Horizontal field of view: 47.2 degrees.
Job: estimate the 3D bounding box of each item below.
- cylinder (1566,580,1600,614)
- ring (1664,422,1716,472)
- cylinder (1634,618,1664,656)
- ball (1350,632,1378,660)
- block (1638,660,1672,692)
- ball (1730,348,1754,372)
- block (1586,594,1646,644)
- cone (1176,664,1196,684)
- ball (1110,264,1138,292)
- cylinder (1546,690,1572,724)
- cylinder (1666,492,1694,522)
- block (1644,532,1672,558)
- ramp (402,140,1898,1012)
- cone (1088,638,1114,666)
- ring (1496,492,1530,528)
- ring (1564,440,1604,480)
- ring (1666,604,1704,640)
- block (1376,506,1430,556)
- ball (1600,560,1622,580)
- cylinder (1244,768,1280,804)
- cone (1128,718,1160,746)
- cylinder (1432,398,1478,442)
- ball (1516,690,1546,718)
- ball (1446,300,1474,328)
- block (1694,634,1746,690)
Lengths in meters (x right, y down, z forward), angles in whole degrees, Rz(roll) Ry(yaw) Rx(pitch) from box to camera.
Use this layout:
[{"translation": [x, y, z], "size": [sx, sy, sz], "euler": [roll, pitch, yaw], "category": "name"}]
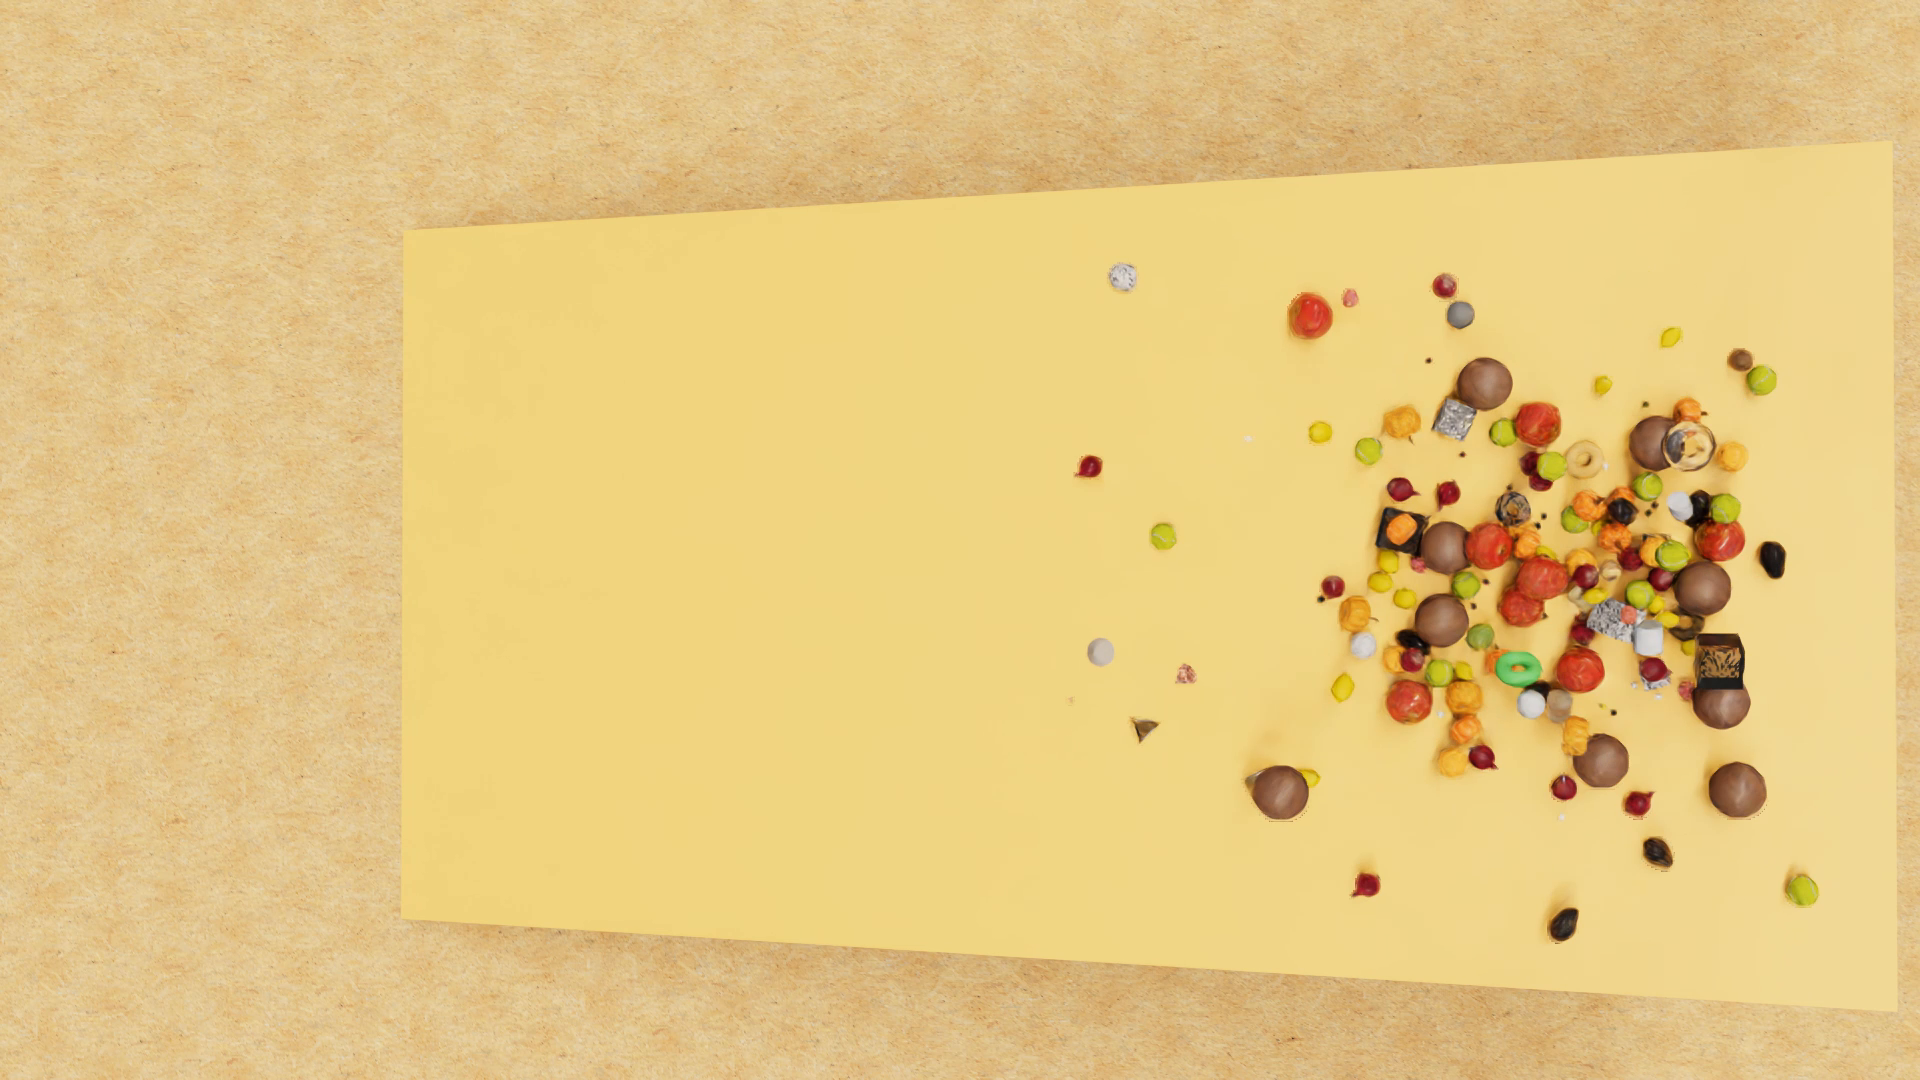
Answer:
[{"translation": [1.489, 0.134, 5.250], "size": [0.060, 0.060, 0.060], "euler": [41, 89, 14], "category": "cylinder"}, {"translation": [1.683, -0.216, 5.073], "size": [0.119, 0.040, 0.119], "euler": [1, 102, 6], "category": "ring"}, {"translation": [1.614, 0.227, 5.153], "size": [0.066, 0.066, 0.066], "euler": [-5, 109, 0], "category": "cylinder"}, {"translation": [0.992, 0.259, 5.402], "size": [0.068, 0.068, 0.068], "euler": [0, 89, 0], "category": "ball"}, {"translation": [1.641, 0.322, 5.194], "size": [0.055, 0.055, 0.055], "euler": [-21, 82, 24], "category": "block"}, {"translation": [1.827, -0.420, 5.141], "size": [0.055, 0.055, 0.055], "euler": [0, 89, 0], "category": "ball"}, {"translation": [1.551, 0.188, 5.198], "size": [0.083, 0.083, 0.083], "euler": [17, 98, -27], "category": "block"}, {"translation": [0.564, 0.353, 5.597], "size": [0.054, 0.054, 0.054], "euler": [47, 131, 1], "category": "cone"}, {"translation": [0.419, -0.673, 5.637], "size": [0.072, 0.072, 0.072], "euler": [0, 89, 0], "category": "ball"}, {"translation": [1.431, 0.397, 5.250], "size": [0.060, 0.060, 0.060], "euler": [-7, 52, 9], "category": "cylinder"}, {"translation": [1.649, -0.077, 5.033], "size": [0.050, 0.050, 0.050], "euler": [-15, 55, 22], "category": "cylinder"}, {"translation": [1.647, 0.011, 5.191], "size": [0.053, 0.053, 0.053], "euler": [-3, 92, 31], "category": "block"}, {"translation": [0.280, 0.090, 5.768], "size": [4.000, 0.100, 2.000], "euler": [0, 89, 20], "category": "ramp"}, {"translation": [0.352, 0.290, 5.647], "size": [0.074, 0.074, 0.074], "euler": [0, 89, 20], "category": "cone"}, {"translation": [1.313, -0.072, 5.226], "size": [0.087, 0.029, 0.087], "euler": [12, 110, 36], "category": "ring"}, {"translation": [1.493, -0.192, 5.263], "size": [0.095, 0.032, 0.095], "euler": [-6, 77, 27], "category": "ring"}, {"translation": [1.709, 0.194, 5.184], "size": [0.088, 0.029, 0.088], "euler": [-5, 79, 29], "category": "ring"}, {"translation": [1.083, -0.022, 5.377], "size": [0.099, 0.099, 0.099], "euler": [14, 94, 19], "category": "block"}, {"translation": [1.516, 0.070, 5.122], "size": [0.051, 0.051, 0.051], "euler": [0, 89, 0], "category": "ball"}, {"translation": [0.755, 0.617, 5.501], "size": [0.070, 0.070, 0.070], "euler": [-27, 80, 0], "category": "cylinder"}, {"translation": [0.481, 0.476, 5.617], "size": [0.074, 0.074, 0.074], "euler": [-23, 89, -12], "category": "cone"}, {"translation": [1.203, -0.292, 5.346], "size": [0.084, 0.084, 0.084], "euler": [23, 97, 0], "category": "cylinder"}, {"translation": [1.334, 0.384, 5.137], "size": [0.068, 0.068, 0.068], "euler": [0, 89, 0], "category": "ball"}, {"translation": [1.218, -0.548, 5.353], "size": [0.068, 0.068, 0.068], "euler": [0, 89, 0], "category": "ball"}, {"translation": [1.713, 0.274, 4.963], "size": [0.092, 0.092, 0.092], "euler": [0, 114, 9], "category": "block"}]
